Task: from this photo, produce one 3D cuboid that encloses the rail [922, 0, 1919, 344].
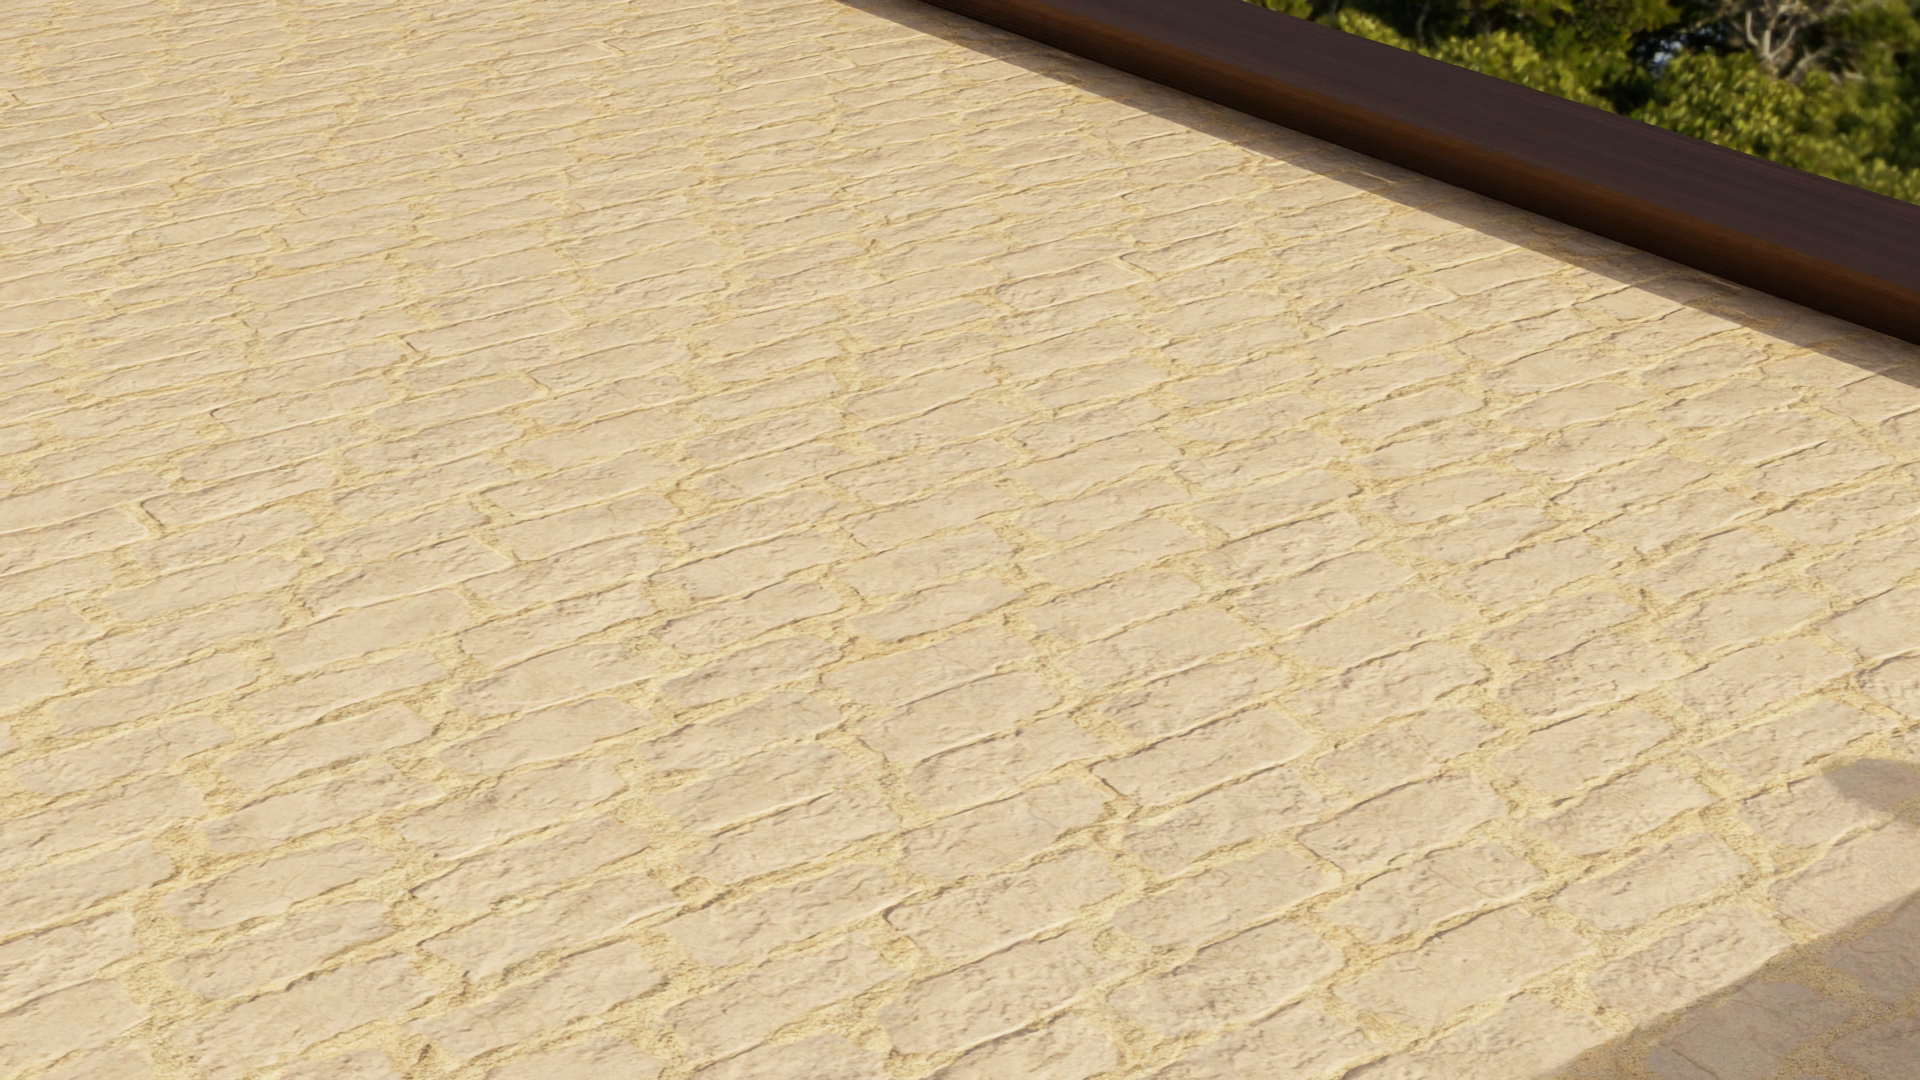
[{"bbox_3d":[0.223,-0.580,3.384,0.045,0.125,3.849,-17,30,-33],"label":"rail"}]
